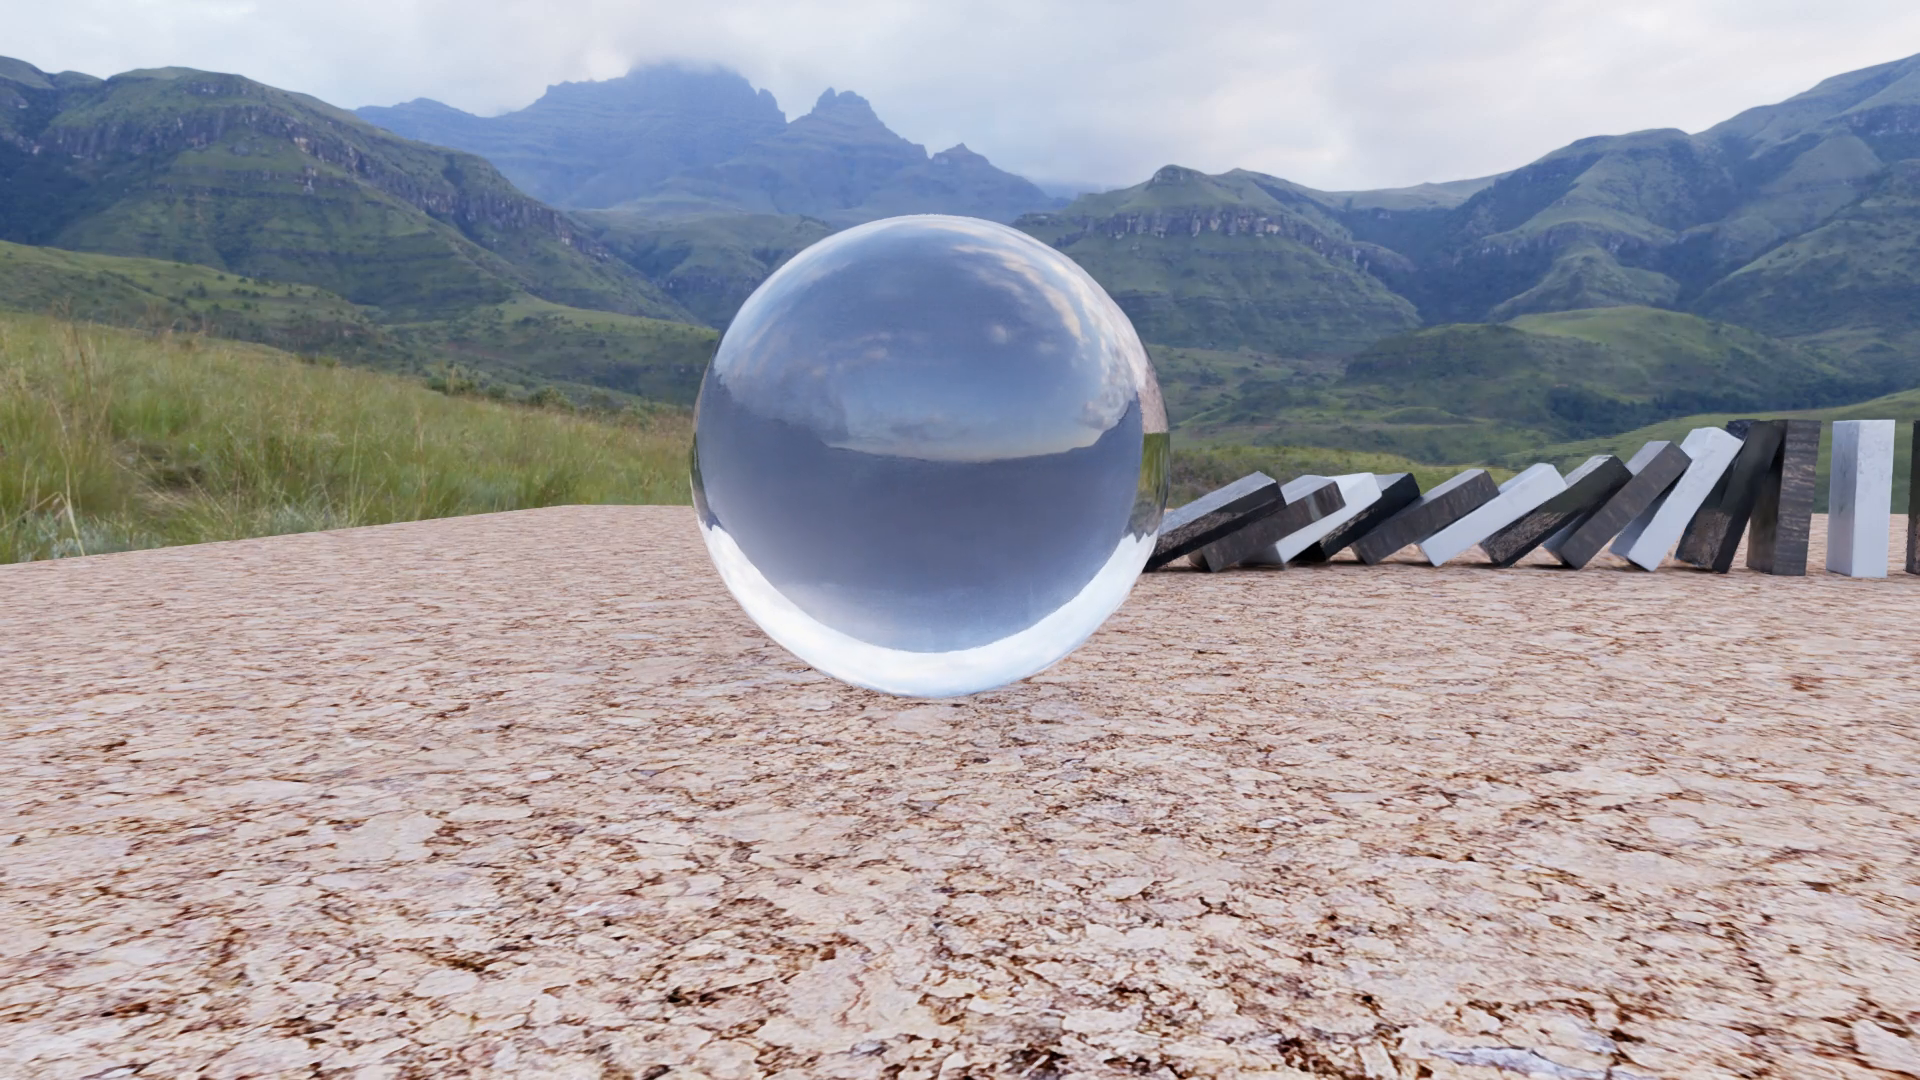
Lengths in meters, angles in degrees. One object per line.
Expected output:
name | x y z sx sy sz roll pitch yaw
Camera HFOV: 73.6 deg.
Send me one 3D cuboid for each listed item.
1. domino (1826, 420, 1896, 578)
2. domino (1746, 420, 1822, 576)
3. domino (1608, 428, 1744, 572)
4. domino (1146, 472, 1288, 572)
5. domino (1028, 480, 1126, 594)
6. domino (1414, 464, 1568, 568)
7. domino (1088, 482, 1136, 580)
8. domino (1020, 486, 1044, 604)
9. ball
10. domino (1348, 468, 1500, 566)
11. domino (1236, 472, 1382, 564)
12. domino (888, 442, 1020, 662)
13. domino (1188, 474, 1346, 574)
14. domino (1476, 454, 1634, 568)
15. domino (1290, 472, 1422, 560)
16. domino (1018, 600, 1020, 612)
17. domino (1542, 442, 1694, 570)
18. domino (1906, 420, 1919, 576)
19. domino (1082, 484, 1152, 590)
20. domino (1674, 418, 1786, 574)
domino | 0.293 -0.014 0.418 0.009 0.050 0.025 1 5 18
domino | 0.272 -0.014 0.424 0.010 0.050 0.025 4 5 14
domino | 0.241 -0.014 0.433 0.009 0.050 0.025 32 11 9
domino | 0.082 -0.007 0.432 0.050 0.010 0.025 -25 10 4
domino | 0.030 -0.002 0.380 0.025 0.010 0.050 2 31 23
domino | 0.184 -0.009 0.448 0.050 0.010 0.025 -34 -4 13
domino | 0.042 -0.004 0.424 0.025 0.009 0.050 3 30 15
domino | 0.008 0.000 0.361 0.025 0.010 0.050 1 30 10
ball | -0.005 -0.014 0.216 0.080 0.080 0.080 0 4 0
domino | 0.163 -0.008 0.454 0.050 0.010 0.025 -30 -1 10
domino | 0.121 -0.007 0.450 0.050 0.009 0.025 -30 11 -24
domino | 0.000 0.001 0.264 0.025 0.050 0.009 0 -39 3
domino | 0.102 -0.006 0.435 0.050 0.009 0.025 -26 10 -2
domino | 0.204 -0.010 0.443 0.050 0.010 0.025 -39 -5 13
domino | 0.140 -0.008 0.464 0.050 0.009 0.025 -30 11 -23
domino | 0.000 0.000 0.277 0.025 0.050 0.010 0 -39 3
domino | 0.223 -0.012 0.438 0.010 0.050 0.025 44 12 7
domino | 0.314 -0.013 0.411 0.009 0.050 0.025 1 5 19
domino | 0.041 -0.002 0.398 0.025 0.010 0.050 2 29 23
domino | 0.257 -0.015 0.429 0.010 0.050 0.025 19 8 12
